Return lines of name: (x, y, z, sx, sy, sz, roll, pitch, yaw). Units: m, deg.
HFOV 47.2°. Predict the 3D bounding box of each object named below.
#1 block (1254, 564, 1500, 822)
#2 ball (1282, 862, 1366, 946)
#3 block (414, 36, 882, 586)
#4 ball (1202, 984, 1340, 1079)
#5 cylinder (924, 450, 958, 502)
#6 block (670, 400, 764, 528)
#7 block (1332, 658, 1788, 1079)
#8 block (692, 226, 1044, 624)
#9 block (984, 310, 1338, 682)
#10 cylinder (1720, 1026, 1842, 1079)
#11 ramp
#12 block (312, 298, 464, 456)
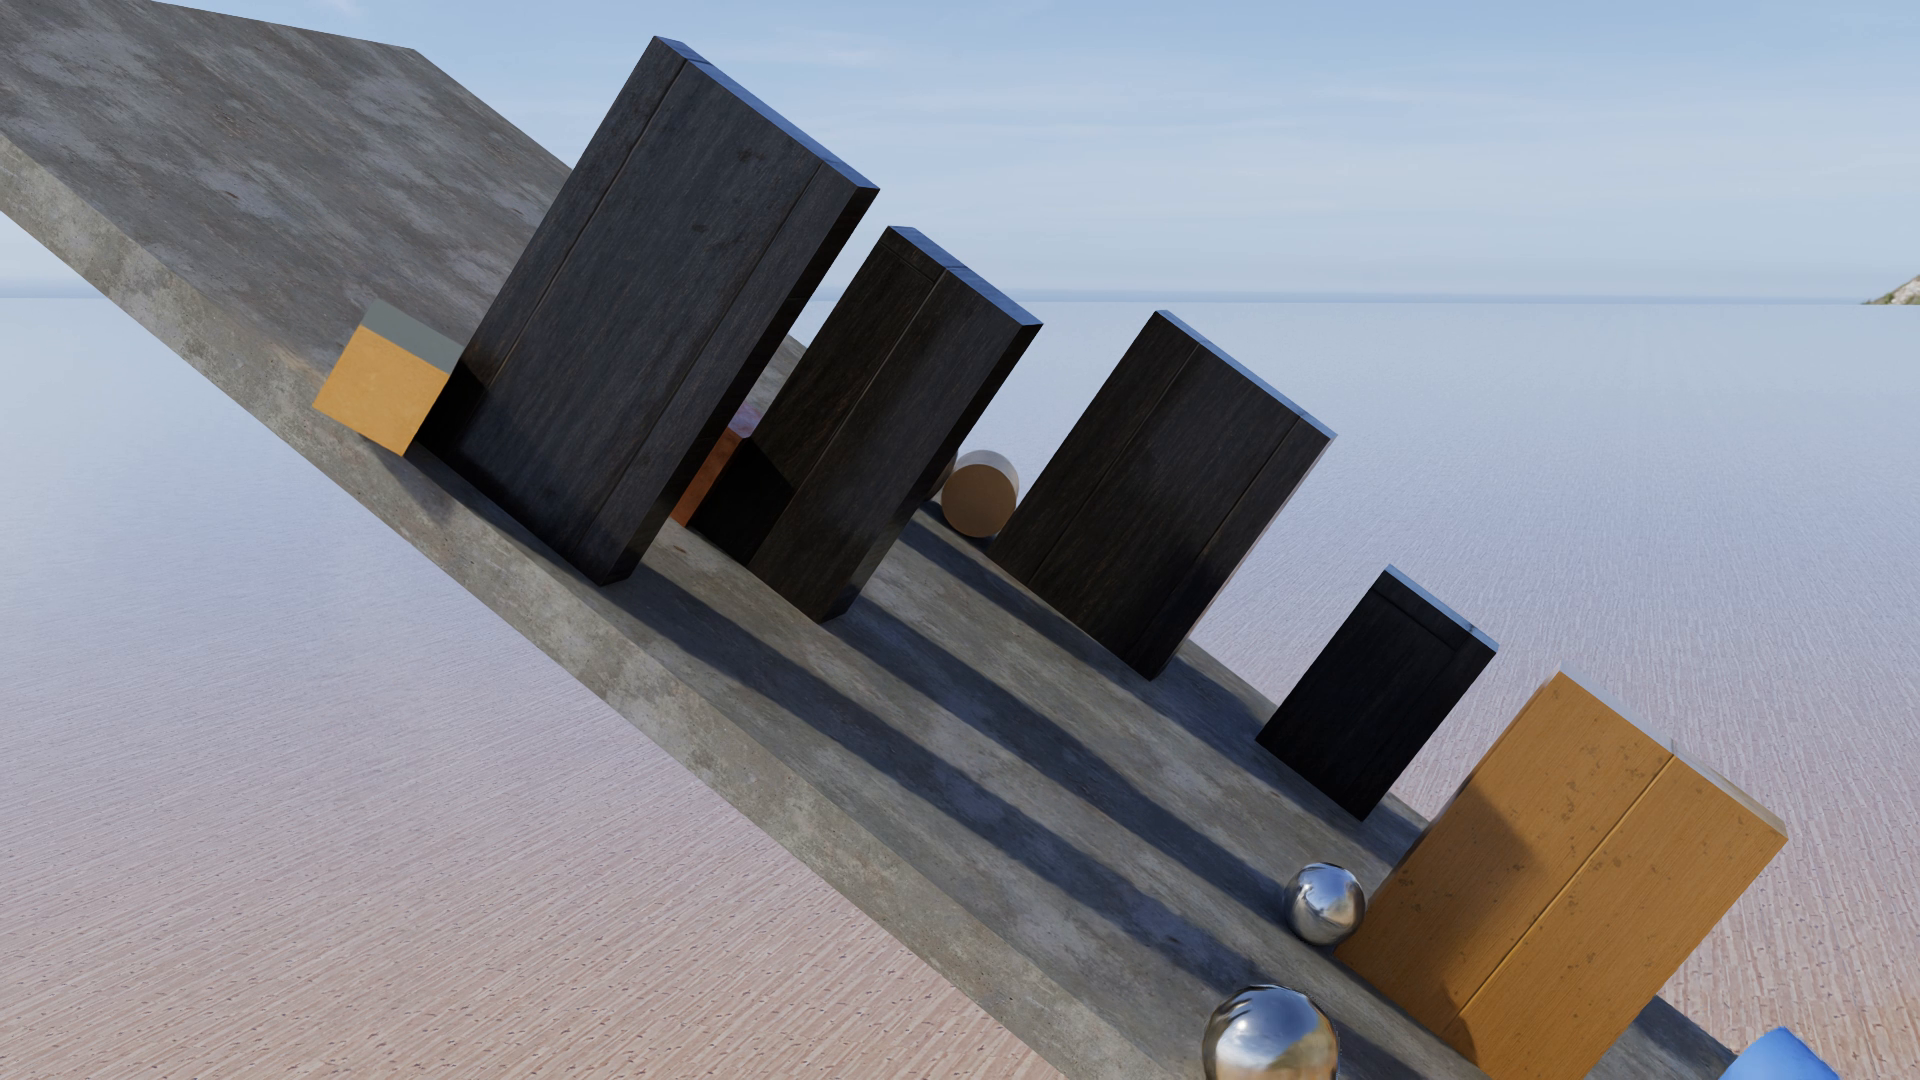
block: (0.859, 0.315, 4.542, 0.277, 0.450, 0.104, 38, 16, 10)
ball: (0.616, 0.616, 3.727, 0.139, 0.139, 0.139, 0, 7, 0)
block: (-0.468, -0.328, 3.223, 0.374, 0.708, 0.097, 38, 16, 10)
ball: (0.421, 0.698, 2.991, 0.186, 0.186, 0.186, 0, 7, 0)
cylinder: (-0.097, -0.172, 4.606, 0.135, 0.135, 0.135, 30, -2, -17)
block: (-0.453, -0.160, 3.736, 0.185, 0.185, 0.185, 38, 16, 10)
block: (0.999, 0.586, 3.697, 0.443, 0.624, 0.124, 38, 16, 10)
block: (-0.156, -0.189, 3.646, 0.275, 0.607, 0.132, 38, 16, 10)
block: (0.406, -0.091, 4.498, 0.433, 0.618, 0.117, 38, 16, 10)
cylinder: (1.592, 1.084, 4.219, 0.208, 0.208, 0.208, -6, 40, -40)
ramp: (-0.088, 0.159, 4.081, 4.000, 0.100, 2.000, 38, 16, 10)
block: (-0.843, -0.242, 3.246, 0.146, 0.146, 0.146, 30, 16, -16)
